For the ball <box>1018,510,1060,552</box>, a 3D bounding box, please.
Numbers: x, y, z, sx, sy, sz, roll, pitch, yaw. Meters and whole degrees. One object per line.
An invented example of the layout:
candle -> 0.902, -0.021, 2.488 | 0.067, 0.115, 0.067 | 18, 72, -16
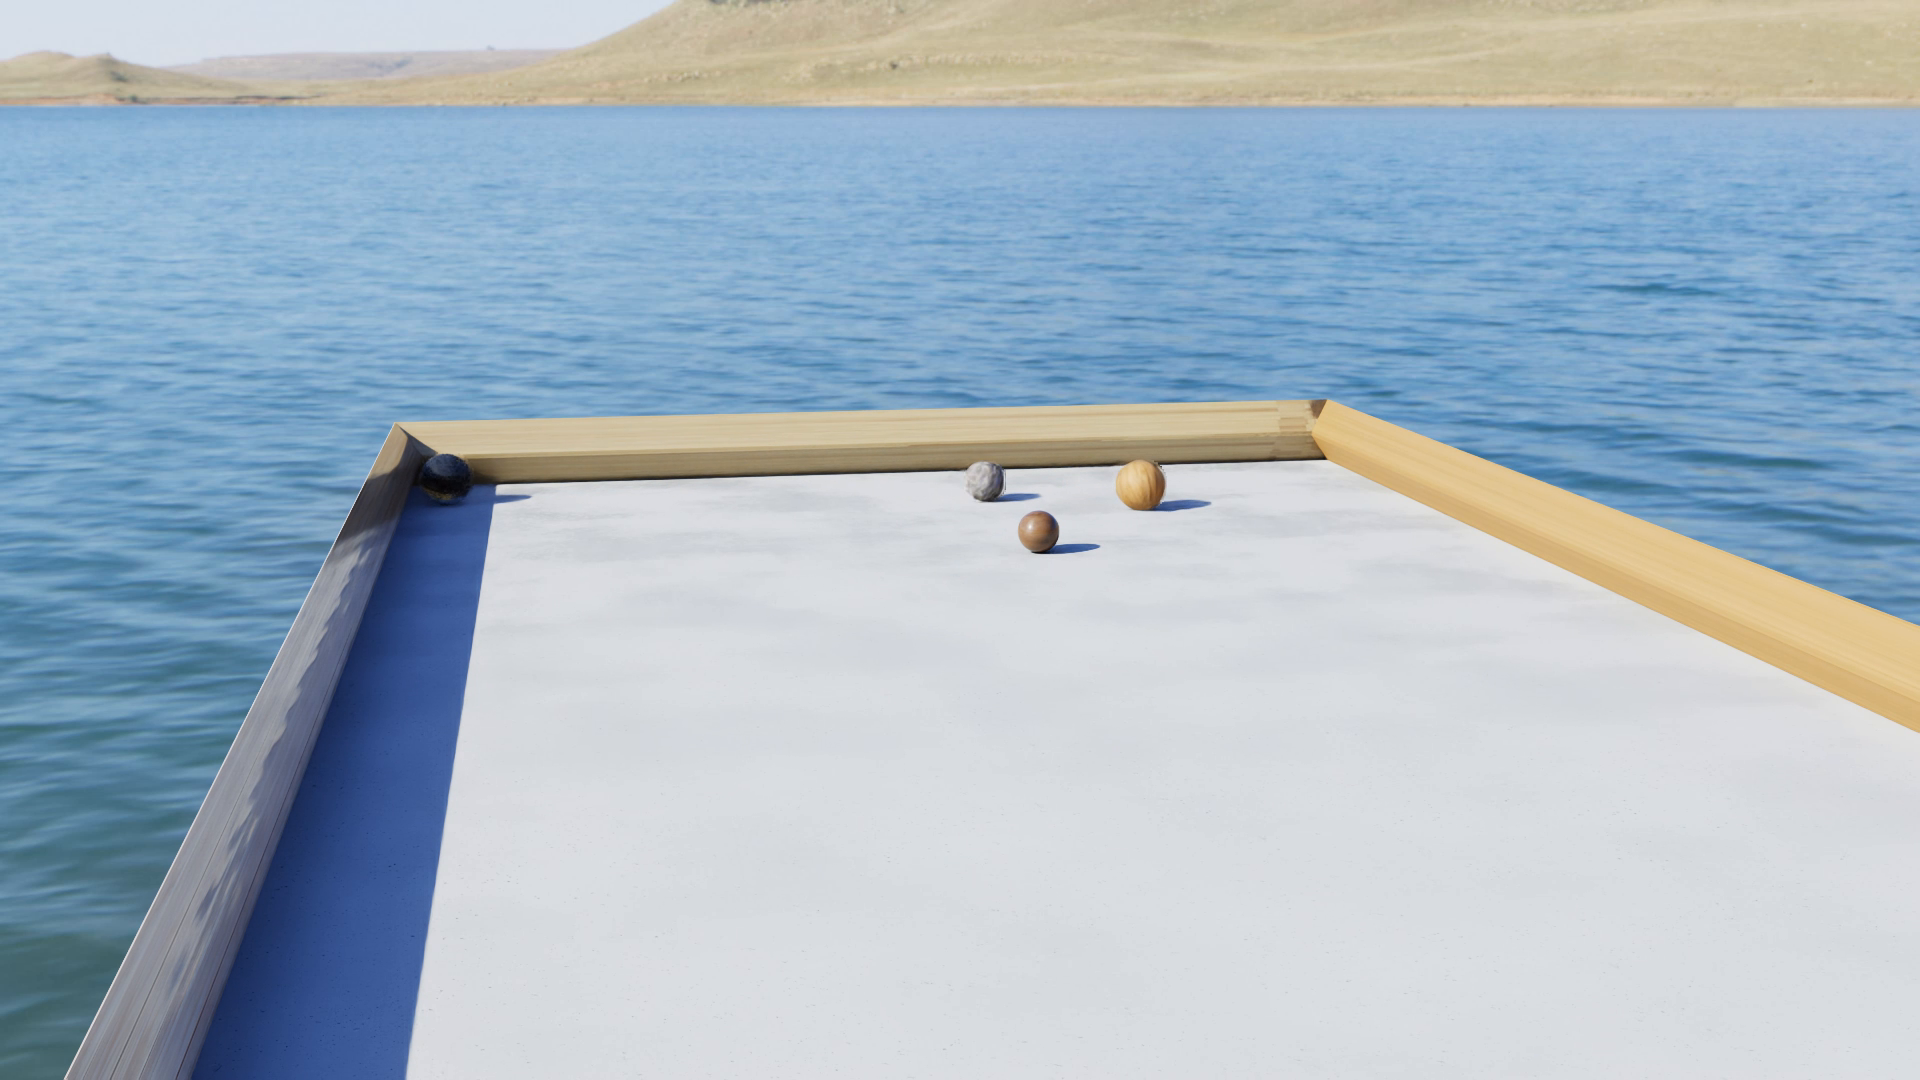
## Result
ball -> 0.113, -0.012, 3.143 | 0.061, 0.061, 0.061 | 0, 11, 0

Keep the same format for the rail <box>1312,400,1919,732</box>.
rail -> 0.922, 0.105, 2.429 | 0.045, 0.107, 3.177 | -2, 11, -10

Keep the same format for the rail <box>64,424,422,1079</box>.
rail -> -0.640, 0.160, 2.153 | 0.045, 0.107, 3.177 | -2, 11, -10

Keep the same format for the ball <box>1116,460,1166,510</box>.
ball -> 0.285, -0.087, 3.472 | 0.079, 0.079, 0.079 | 0, 11, 0

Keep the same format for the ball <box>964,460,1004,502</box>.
ball -> 0.039, -0.095, 3.548 | 0.066, 0.066, 0.066 | 0, 11, 0

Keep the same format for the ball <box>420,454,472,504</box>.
ball -> -0.822, -0.097, 3.518 | 0.082, 0.082, 0.082 | 0, 11, 0

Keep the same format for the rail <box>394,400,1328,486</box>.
rail -> -0.137, -0.168, 3.801 | 1.634, 0.107, 0.045 | -2, 11, -10
